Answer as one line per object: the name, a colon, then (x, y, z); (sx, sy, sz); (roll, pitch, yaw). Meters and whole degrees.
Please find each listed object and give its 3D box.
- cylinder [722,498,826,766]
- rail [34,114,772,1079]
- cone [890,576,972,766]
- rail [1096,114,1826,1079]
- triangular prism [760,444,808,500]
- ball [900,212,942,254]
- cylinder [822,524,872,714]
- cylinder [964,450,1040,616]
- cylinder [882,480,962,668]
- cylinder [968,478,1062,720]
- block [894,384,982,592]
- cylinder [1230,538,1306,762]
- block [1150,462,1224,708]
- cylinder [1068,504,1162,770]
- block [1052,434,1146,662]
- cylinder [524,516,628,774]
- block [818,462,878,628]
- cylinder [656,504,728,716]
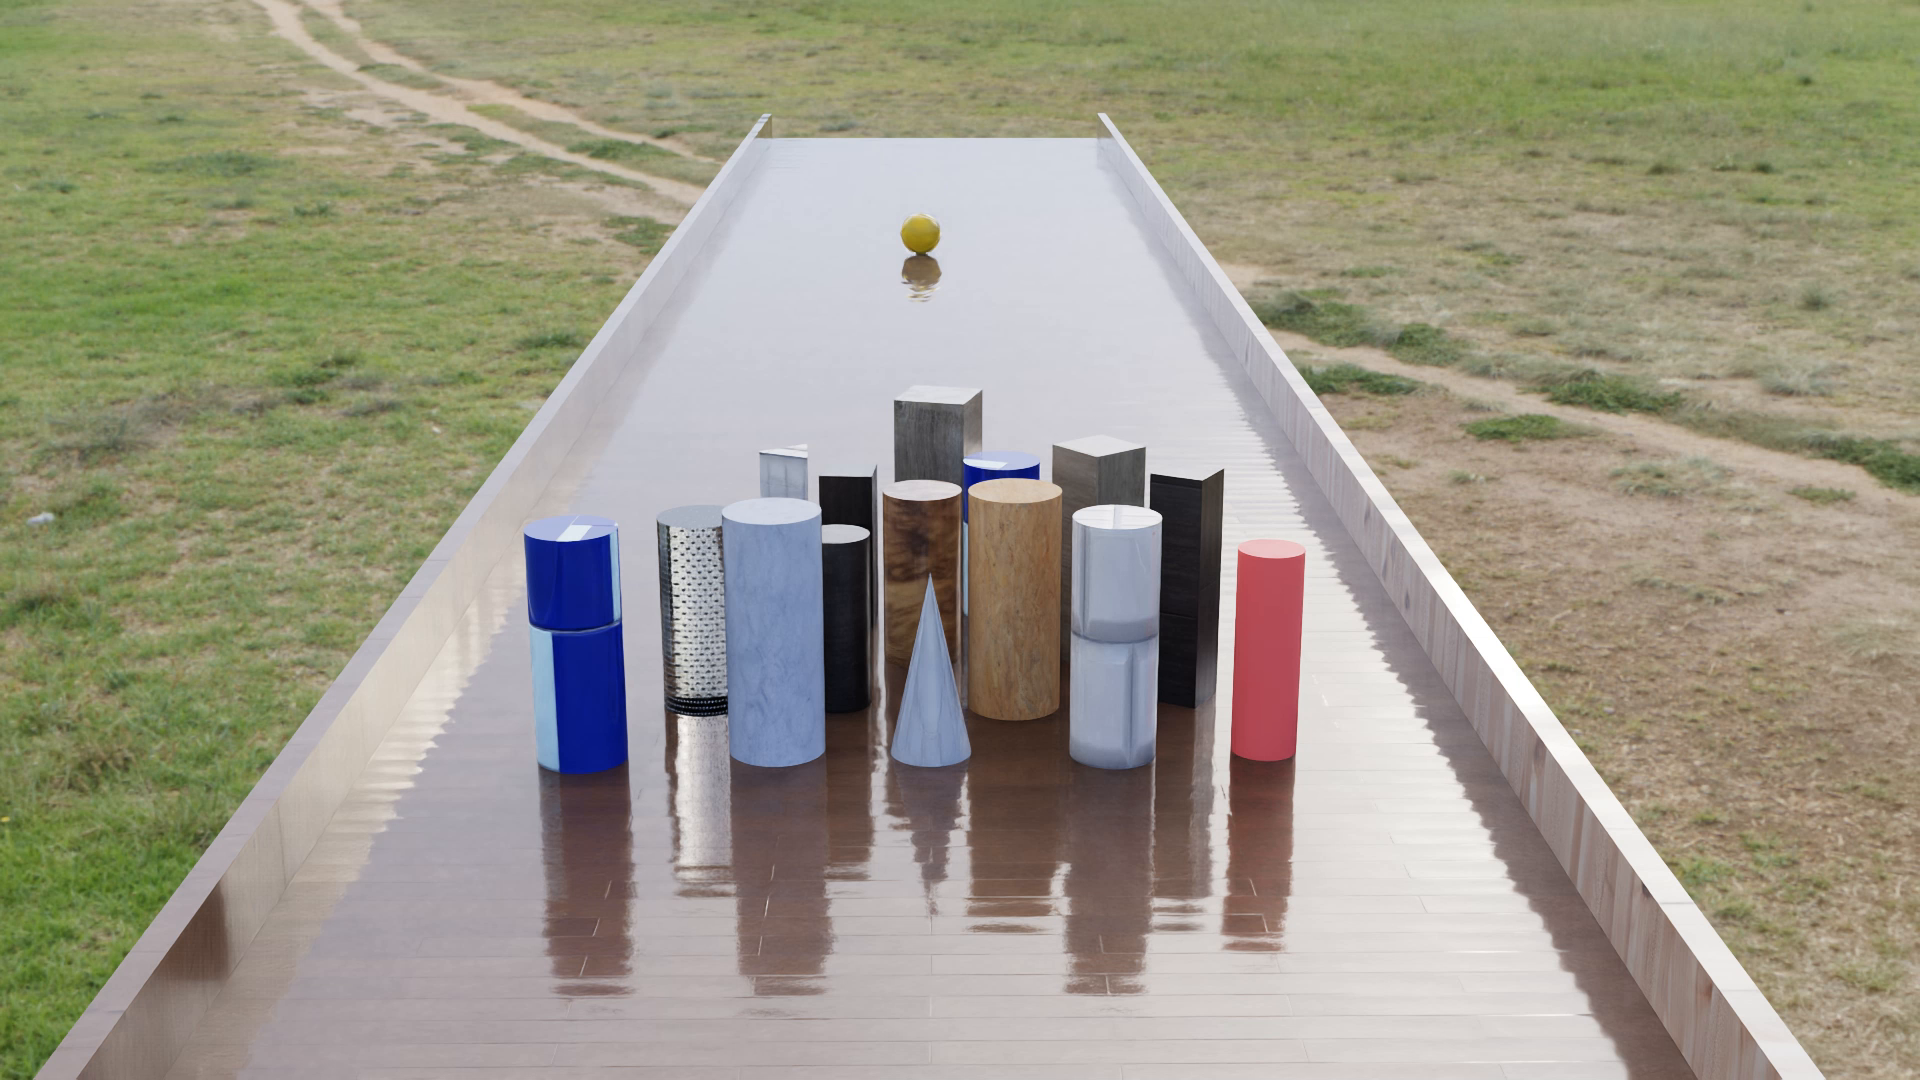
cylinder: (-0.329, 0.162, 3.900); (0.174, 0.445, 0.174); (0, 17, 0)
rail: (-1.118, -0.838, 7.780); (0.050, 0.150, 12.000); (0, 17, -1)
cone: (-0.052, 0.218, 3.902); (0.145, 0.337, 0.145); (0, 17, 0)
rail: (0.932, -0.844, 7.801); (0.050, 0.150, 12.000); (0, 17, -1)
triangular prism: (-0.326, 0.026, 4.390); (0.106, 0.427, 0.092); (8, 18, 24)
ball: (-0.165, -1.293, 9.272); (0.172, 0.172, 0.172); (0, 17, 0)
cylinder: (-0.231, 0.148, 4.142); (0.127, 0.334, 0.127); (0, 17, 0)
cylinder: (0.088, -0.007, 4.662); (0.163, 0.335, 0.163); (0, 17, 0)
cylinder: (-0.075, 0.067, 4.393); (0.156, 0.347, 0.156); (0, 17, 0)
cylinder: (0.102, 0.110, 4.119); (0.174, 0.420, 0.174); (0, 17, 0)
block: (-0.047, -0.116, 4.877); (0.157, 0.422, 0.157); (5, 17, 15)
cylinder: (0.547, 0.195, 3.909); (0.118, 0.377, 0.118); (0, 17, 0)
block: (0.424, 0.085, 4.159); (0.104, 0.446, 0.104); (9, 19, 28)
cylinder: (0.273, 0.171, 3.882); (0.156, 0.440, 0.156); (0, 17, 0)
block: (0.273, 0.025, 4.374); (0.129, 0.439, 0.129); (-13, 21, -37)
cylinder: (-0.674, 0.183, 3.867); (0.162, 0.425, 0.162); (0, 17, 0)
block: (-0.232, 0.012, 4.611); (0.110, 0.329, 0.110); (1, 17, 3)
cylinder: (-0.484, 0.132, 4.137); (0.158, 0.368, 0.158); (0, 17, 0)
